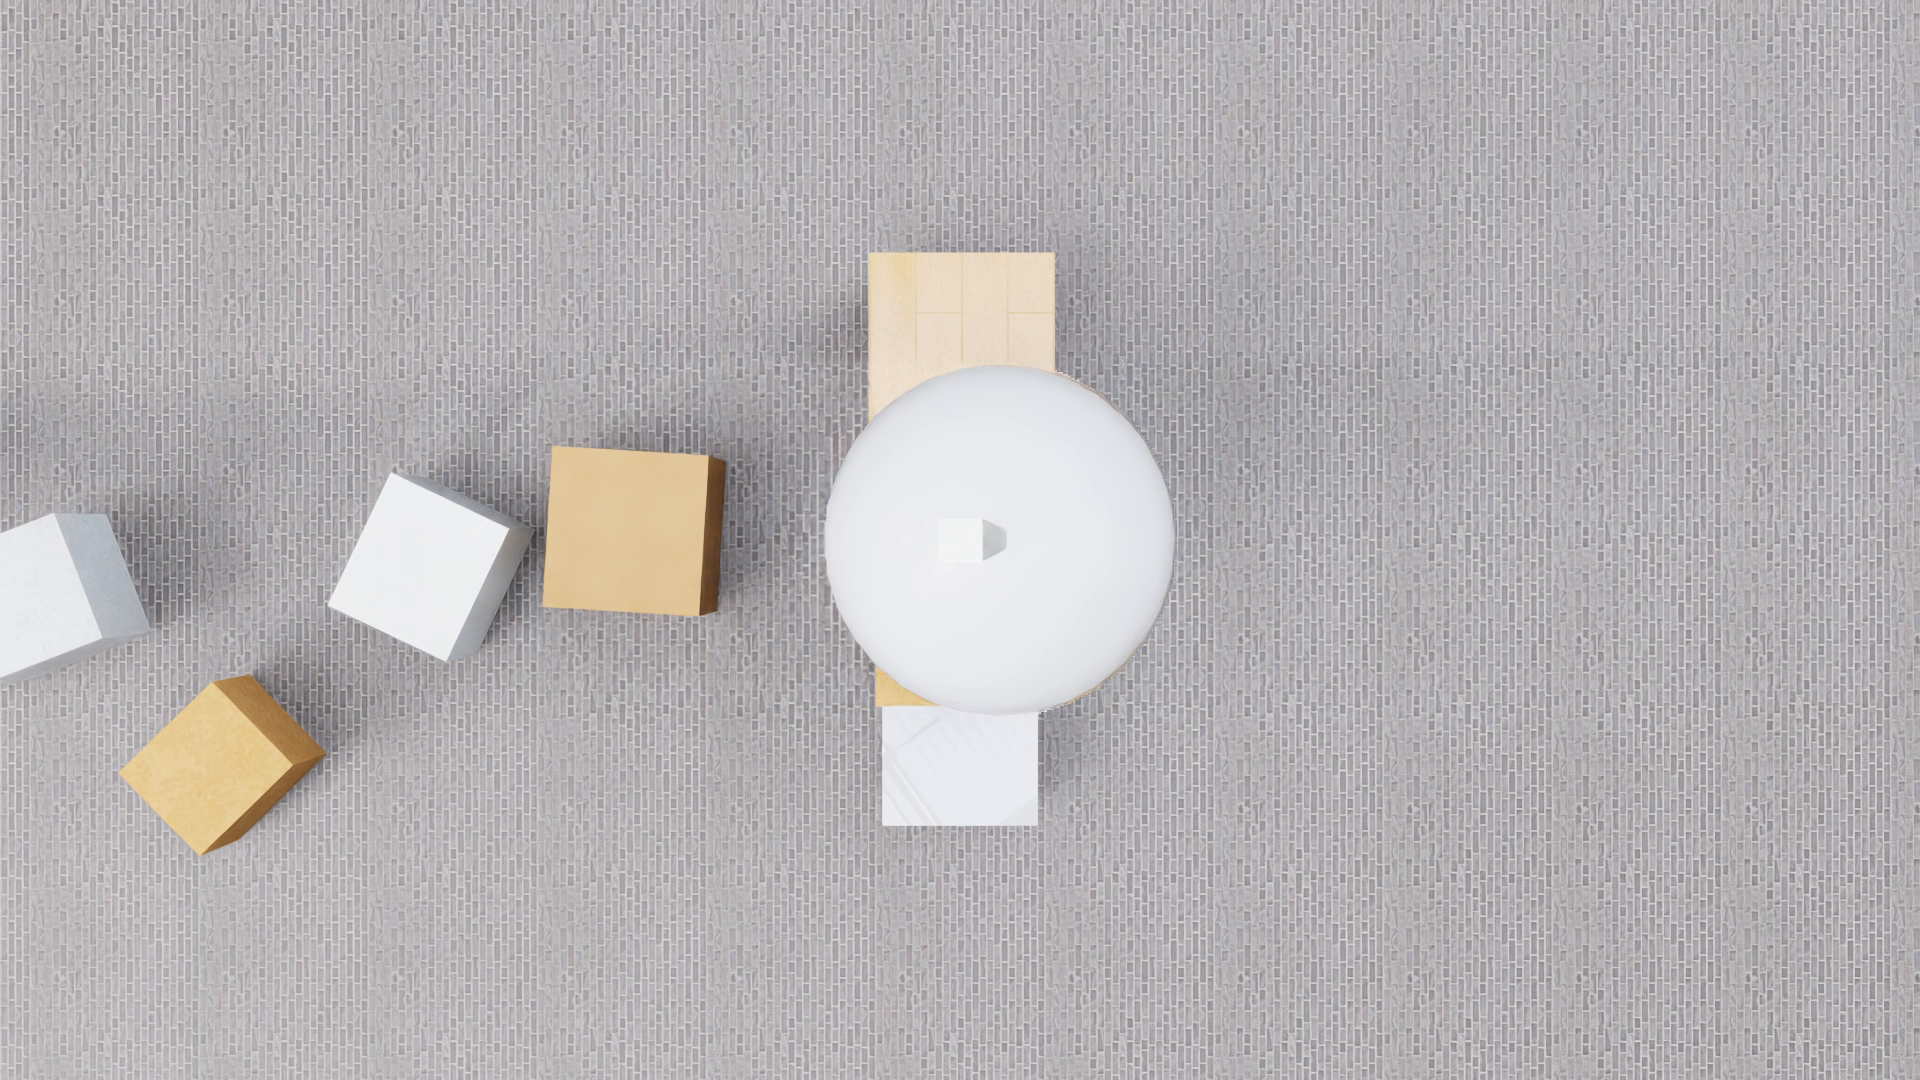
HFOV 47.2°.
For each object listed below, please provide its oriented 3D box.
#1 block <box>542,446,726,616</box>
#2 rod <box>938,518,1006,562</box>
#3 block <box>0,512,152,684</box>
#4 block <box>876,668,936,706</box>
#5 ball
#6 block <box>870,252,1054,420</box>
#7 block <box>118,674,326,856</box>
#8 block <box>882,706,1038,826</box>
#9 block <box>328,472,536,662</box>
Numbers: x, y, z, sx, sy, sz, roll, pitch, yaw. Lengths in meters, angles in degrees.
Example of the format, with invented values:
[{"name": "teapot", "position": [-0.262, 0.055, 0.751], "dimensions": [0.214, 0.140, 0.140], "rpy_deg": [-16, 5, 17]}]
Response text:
[{"name": "block", "position": [-1.838, -0.049, 12.546], "dimensions": [0.861, 0.909, 0.886], "rpy_deg": [4, 90, 0]}, {"name": "rod", "position": [0.077, 0.000, 6.602], "dimensions": [0.080, 5.200, 0.080], "rpy_deg": [0, 90, 2]}, {"name": "block", "position": [-5.272, 0.337, 12.623], "dimensions": [0.773, 0.755, 0.747], "rpy_deg": [-21, 90, 0]}, {"name": "block", "position": [0.013, 0.446, 11.382], "dimensions": [0.871, 0.795, 0.758], "rpy_deg": [-1, 90, 0]}, {"name": "ball", "position": [0.179, 0.000, 10.000], "dimensions": [1.600, 1.600, 1.600], "rpy_deg": [0, 90, 0]}, {"name": "block", "position": [0.011, -1.014, 12.495], "dimensions": [1.012, 1.010, 1.106], "rpy_deg": [0, 90, 0]}, {"name": "block", "position": [-4.233, 1.285, 12.670], "dimensions": [0.733, 0.661, 0.653], "rpy_deg": [-44, 90, 0]}, {"name": "block", "position": [0.000, 1.055, 12.531], "dimensions": [0.852, 0.937, 1.022], "rpy_deg": [0, 90, 0]}, {"name": "block", "position": [-3.011, 0.150, 12.611], "dimensions": [0.728, 0.777, 0.816], "rpy_deg": [25, 90, 0]}]
